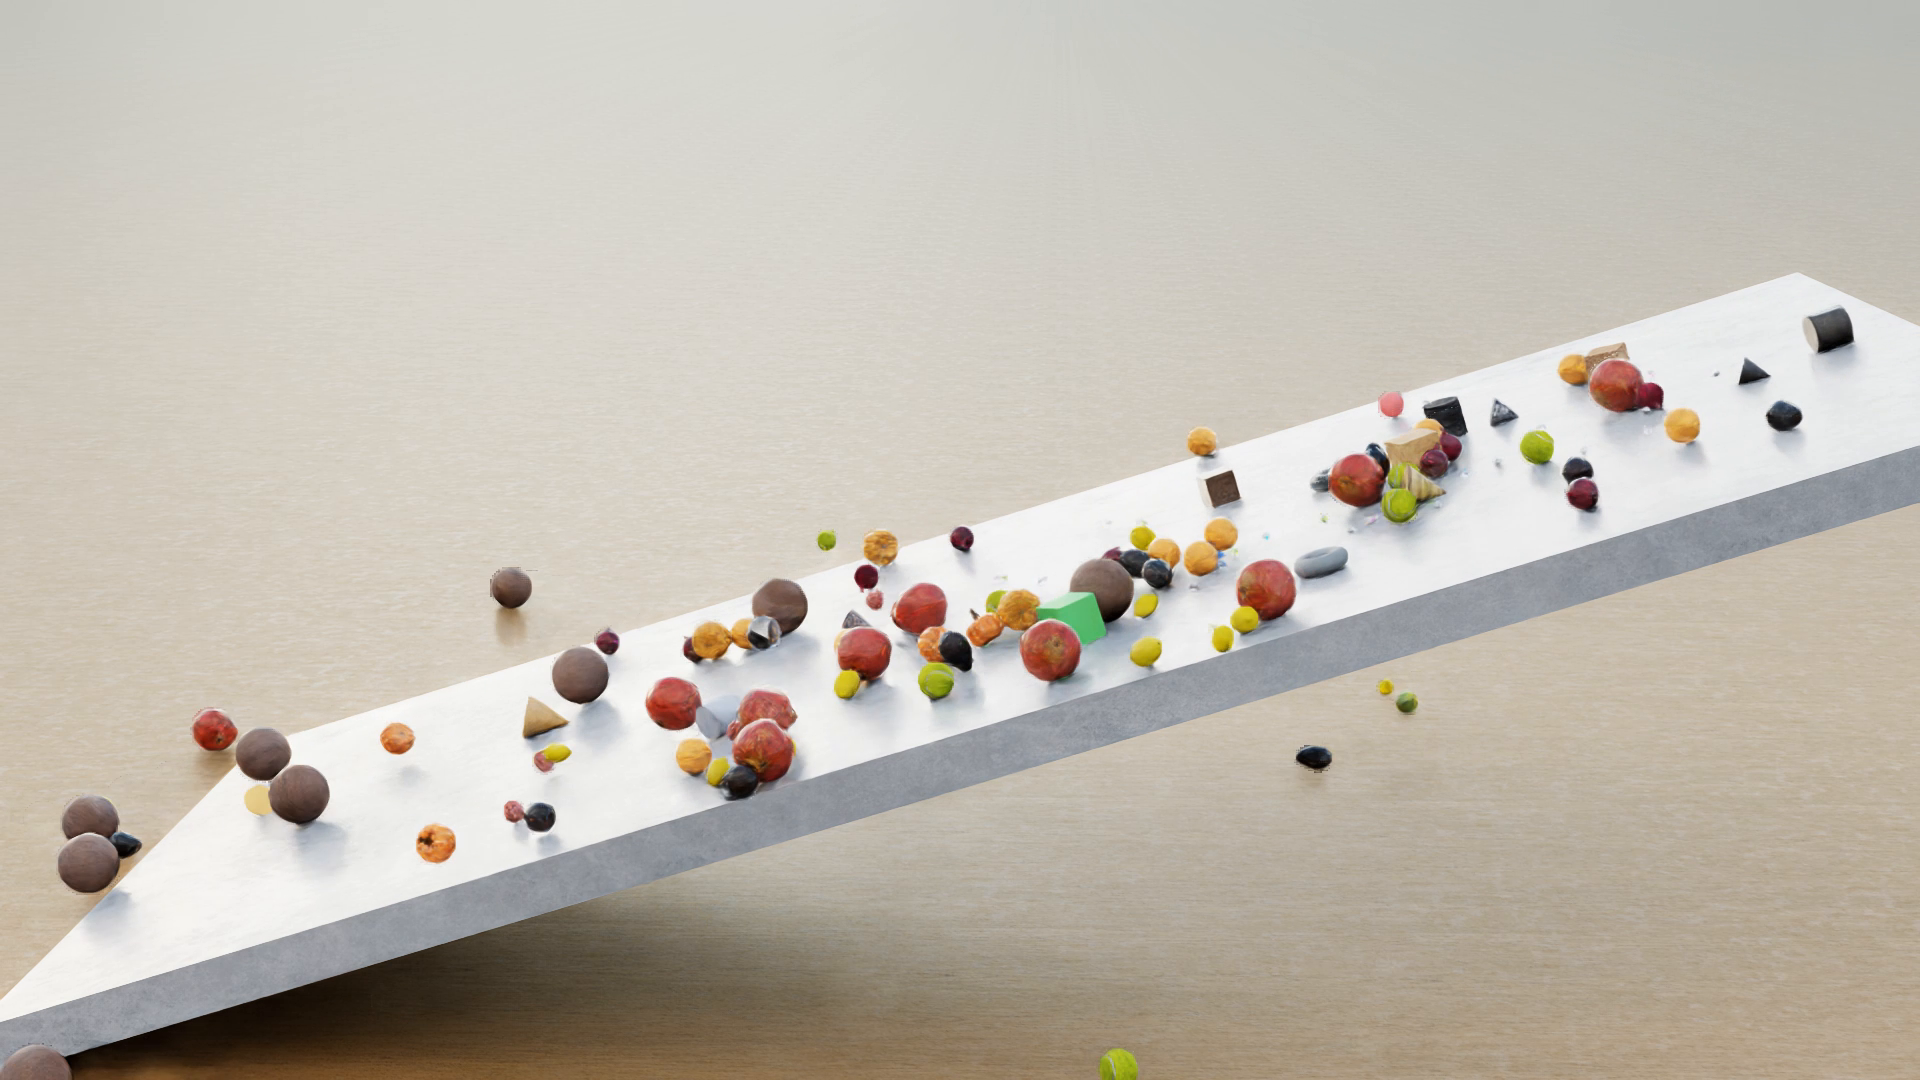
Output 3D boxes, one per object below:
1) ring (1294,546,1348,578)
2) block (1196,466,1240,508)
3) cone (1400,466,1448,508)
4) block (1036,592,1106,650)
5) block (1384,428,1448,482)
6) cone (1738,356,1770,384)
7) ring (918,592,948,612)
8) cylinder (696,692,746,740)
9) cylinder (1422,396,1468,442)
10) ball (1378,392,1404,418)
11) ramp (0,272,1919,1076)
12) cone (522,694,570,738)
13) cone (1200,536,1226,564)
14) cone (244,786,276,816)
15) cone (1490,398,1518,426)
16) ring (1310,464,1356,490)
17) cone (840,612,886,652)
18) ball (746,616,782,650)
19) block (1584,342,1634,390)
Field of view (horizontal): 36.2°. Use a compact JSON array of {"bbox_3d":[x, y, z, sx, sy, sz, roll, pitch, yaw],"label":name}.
[{"bbox_3d":[0.694,0.042,5.658,0.109,0.036,0.109,-18,9,3],"label":"ring"},{"bbox_3d":[0.579,-0.118,6.600,0.069,0.069,0.069,-20,10,-11],"label":"block"},{"bbox_3d":[0.946,-0.102,5.970,0.090,0.090,0.090,9,11,-2],"label":"cone"},{"bbox_3d":[0.216,0.158,5.725,0.087,0.087,0.087,-23,11,-26],"label":"block"},{"bbox_3d":[0.963,-0.178,6.207,0.087,0.087,0.087,-20,11,-12],"label":"block"},{"bbox_3d":[1.648,-0.346,6.086,0.061,0.061,0.061,13,14,14],"label":"cone"},{"bbox_3d":[-0.073,0.143,6.448,0.098,0.033,0.098,-18,11,4],"label":"ring"},{"bbox_3d":[-0.481,0.355,5.918,0.073,0.073,0.073,11,28,42],"label":"cylinder"},{"bbox_3d":[1.074,-0.267,6.506,0.080,0.080,0.080,-17,10,3],"label":"cylinder"},{"bbox_3d":[1.017,-0.318,6.924,0.060,0.060,0.060,0,11,0],"label":"ball"},{"bbox_3d":[0.100,0.183,6.311,4.000,0.100,2.000,-17,10,5],"label":"ramp"},{"bbox_3d":[-0.909,0.397,6.508,0.098,0.098,0.098,9,11,-2],"label":"cone"},{"bbox_3d":[0.514,0.013,6.066,0.054,0.054,0.054,-17,10,3],"label":"cone"},{"bbox_3d":[-1.581,0.598,6.629,0.072,0.072,0.072,-5,-23,-22],"label":"cone"},{"bbox_3d":[1.204,-0.277,6.484,0.061,0.061,0.061,11,13,6],"label":"cone"},{"bbox_3d":[0.810,-0.135,6.396,0.102,0.034,0.102,-19,9,3],"label":"ring"},{"bbox_3d":[-0.198,0.204,6.315,0.092,0.092,0.092,3,12,24],"label":"cone"},{"bbox_3d":[-0.440,0.208,6.604,0.078,0.078,0.078,0,11,0],"label":"ball"},{"bbox_3d":[1.438,-0.386,6.520,0.076,0.076,0.076,-12,12,30],"label":"block"}]
